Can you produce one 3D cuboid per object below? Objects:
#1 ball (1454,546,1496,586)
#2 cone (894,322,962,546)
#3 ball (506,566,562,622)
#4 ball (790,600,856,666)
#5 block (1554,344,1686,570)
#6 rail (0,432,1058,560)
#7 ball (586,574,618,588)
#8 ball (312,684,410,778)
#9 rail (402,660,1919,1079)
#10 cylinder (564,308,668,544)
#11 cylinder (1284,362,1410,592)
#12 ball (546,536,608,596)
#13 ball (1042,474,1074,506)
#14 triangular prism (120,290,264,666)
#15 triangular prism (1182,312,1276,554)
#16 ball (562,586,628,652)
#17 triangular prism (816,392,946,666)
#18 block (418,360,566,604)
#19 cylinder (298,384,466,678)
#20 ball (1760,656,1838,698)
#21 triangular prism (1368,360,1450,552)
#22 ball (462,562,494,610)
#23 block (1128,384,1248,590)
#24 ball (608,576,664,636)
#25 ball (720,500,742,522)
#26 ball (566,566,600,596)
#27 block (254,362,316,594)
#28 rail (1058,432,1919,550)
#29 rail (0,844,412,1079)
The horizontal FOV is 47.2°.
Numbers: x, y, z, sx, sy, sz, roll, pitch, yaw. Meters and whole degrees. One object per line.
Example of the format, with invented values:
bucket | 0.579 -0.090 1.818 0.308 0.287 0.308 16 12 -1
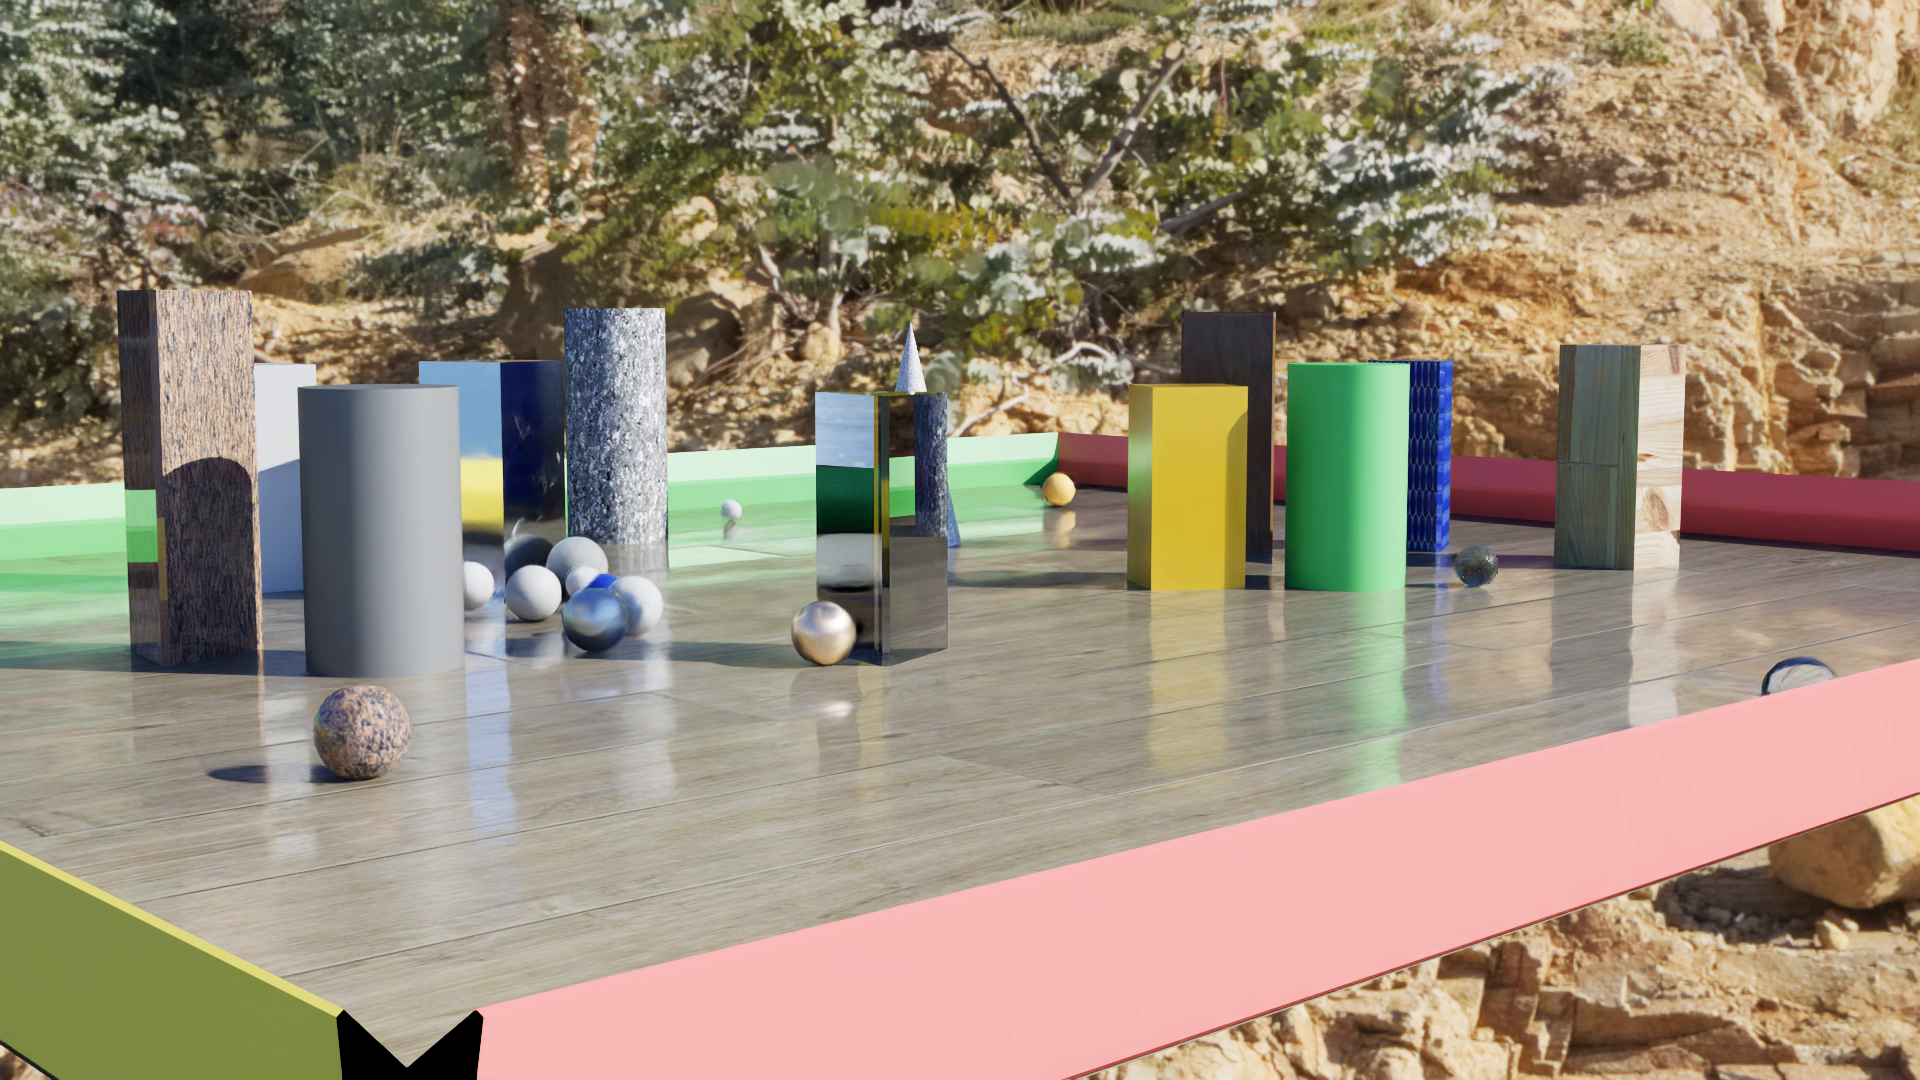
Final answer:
ball | 0.830 0.042 3.544 0.065 0.065 0.065 0 6 0
cone | -0.094 -0.205 4.184 0.194 0.422 0.194 0 6 0
ball | -0.610 0.076 3.146 0.080 0.080 0.080 0 6 0
ball | -0.172 0.116 2.759 0.081 0.081 0.081 0 6 0
block | 1.153 -0.150 3.846 0.155 0.383 0.155 -6 8 -44
rail | -1.050 -0.086 4.464 3.589 0.126 0.045 -6 8 -42
ball | -0.522 0.078 3.231 0.058 0.058 0.058 0 6 0
ball | -0.569 0.182 2.094 0.090 0.090 0.090 0 6 0
rail | 1.050 0.152 2.200 3.589 0.126 0.045 -6 8 -42
cylinder | -0.664 -0.224 4.253 0.194 0.446 0.194 0 6 0
cylinder | 0.625 -0.106 3.555 0.194 0.357 0.194 0 6 0
ball | -0.594 0.041 3.411 0.094 0.094 0.094 0 6 0
ball | 0.223 -0.114 4.981 0.074 0.074 0.074 0 6 0
triangular prism | -0.979 -0.086 2.836 0.145 0.468 0.168 -4 7 -33
triangular prism | 0.497 -0.203 4.081 0.168 0.440 0.145 1 6 8
ball | -0.476 0.103 2.868 0.085 0.085 0.085 0 6 0
triangular prism | -0.079 -0.021 2.840 0.145 0.338 0.168 -4 7 -34
block | -0.724 -0.095 3.415 0.155 0.365 0.155 3 7 26
cylinder | -0.719 -0.016 2.738 0.194 0.349 0.194 0 6 0
ball | 0.887 0.163 2.319 0.080 0.080 0.080 0 6 0
triangular prism | 0.876 -0.163 4.133 0.145 0.349 0.168 -6 8 -42
ball | -0.728 0.068 3.266 0.072 0.072 0.072 0 6 0
block | 0.366 -0.089 3.561 0.155 0.322 0.155 -1 6 -10
ball | -0.447 0.090 2.998 0.083 0.083 0.083 0 6 0
ball | -0.481 -0.062 4.630 0.044 0.044 0.044 0 6 0
ball | -0.571 0.067 3.343 0.057 0.057 0.057 0 6 0
block | -1.128 -0.102 3.514 0.155 0.357 0.155 -5 8 -37
rail | 1.301 -0.093 4.526 0.045 0.126 3.144 -6 8 -42
rail | -1.301 0.158 2.138 0.045 0.126 3.144 -6 8 -42
